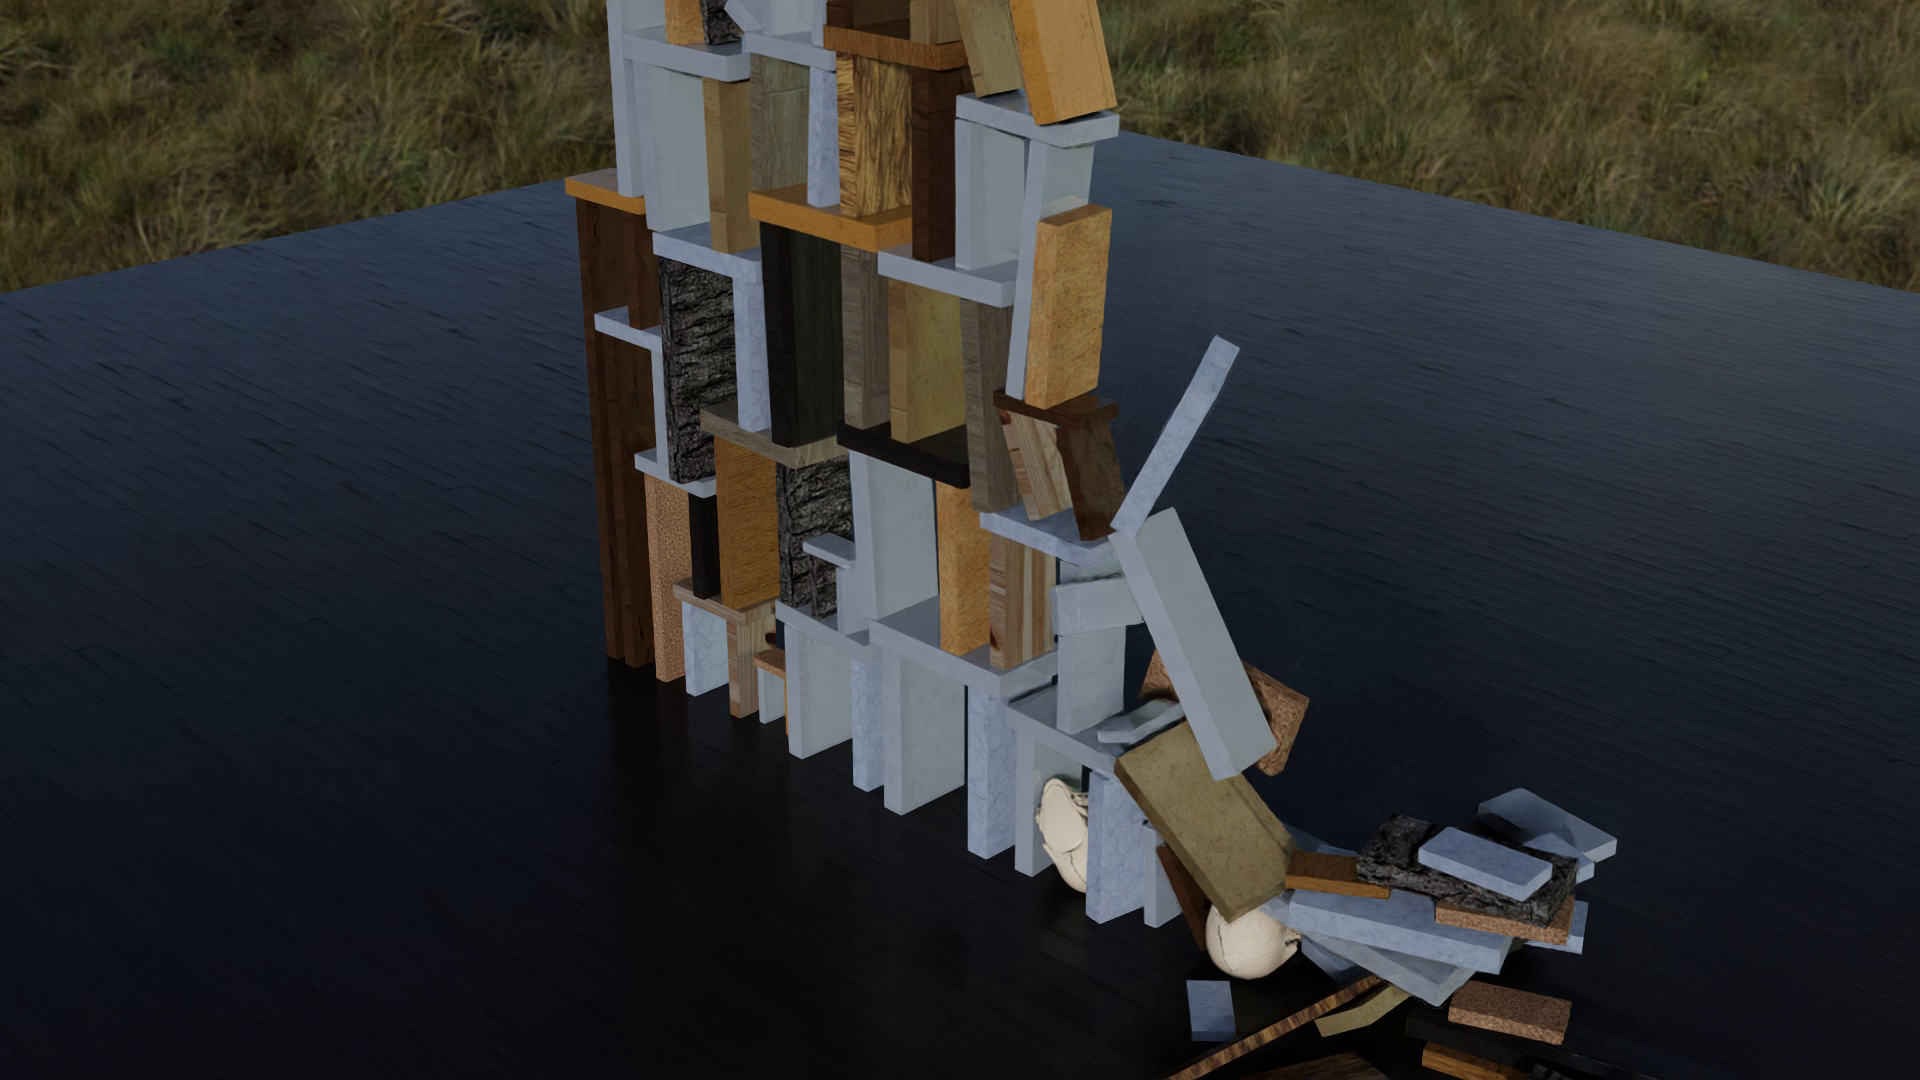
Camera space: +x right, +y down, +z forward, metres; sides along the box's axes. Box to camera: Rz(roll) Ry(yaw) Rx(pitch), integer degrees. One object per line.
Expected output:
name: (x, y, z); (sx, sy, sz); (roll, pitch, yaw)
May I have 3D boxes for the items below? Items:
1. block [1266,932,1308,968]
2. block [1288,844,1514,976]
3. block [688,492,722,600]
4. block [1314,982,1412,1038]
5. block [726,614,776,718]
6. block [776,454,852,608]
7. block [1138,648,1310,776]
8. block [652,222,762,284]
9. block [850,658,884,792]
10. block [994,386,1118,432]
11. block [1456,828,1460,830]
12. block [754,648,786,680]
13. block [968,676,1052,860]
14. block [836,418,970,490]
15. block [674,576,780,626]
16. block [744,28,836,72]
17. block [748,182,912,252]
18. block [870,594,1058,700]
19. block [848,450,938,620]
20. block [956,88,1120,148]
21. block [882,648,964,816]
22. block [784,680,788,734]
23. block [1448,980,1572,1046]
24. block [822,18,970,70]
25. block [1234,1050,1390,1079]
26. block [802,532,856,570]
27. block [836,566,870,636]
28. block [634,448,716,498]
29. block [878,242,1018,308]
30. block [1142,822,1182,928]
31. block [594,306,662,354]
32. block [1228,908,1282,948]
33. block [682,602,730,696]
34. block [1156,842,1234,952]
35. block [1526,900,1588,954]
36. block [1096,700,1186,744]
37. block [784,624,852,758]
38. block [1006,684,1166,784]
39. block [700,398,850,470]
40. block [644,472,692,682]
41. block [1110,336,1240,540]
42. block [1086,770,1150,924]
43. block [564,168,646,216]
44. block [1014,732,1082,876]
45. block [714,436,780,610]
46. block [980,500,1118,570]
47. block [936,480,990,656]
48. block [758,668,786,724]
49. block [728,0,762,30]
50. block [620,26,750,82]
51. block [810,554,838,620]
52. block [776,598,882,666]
block: (0.619, 0.739, 3.998); (0.117, 0.017, 0.059); (-16, 28, -33)
block: (0.737, 0.606, 3.630); (0.347, 0.049, 0.174); (10, 31, 24)
block: (-0.528, -0.004, 4.788); (0.035, 0.245, 0.122); (20, 30, 39)
block: (0.727, 0.783, 3.791); (0.232, 0.033, 0.116); (-21, -7, -41)
block: (-0.456, 0.267, 4.840); (0.032, 0.229, 0.114); (20, 30, 38)
block: (-0.300, -0.032, 4.547); (0.159, 0.319, 0.045); (-20, 30, -39)
block: (0.500, 0.301, 4.187); (0.317, 0.158, 0.045); (31, 25, 31)
block: (-0.458, -0.587, 4.453); (0.320, 0.045, 0.160); (21, 31, 40)
block: (-0.153, 0.354, 4.539); (0.043, 0.301, 0.151); (21, 31, 41)
block: (0.170, -0.243, 3.929); (0.207, 0.029, 0.103); (19, 30, 41)
block: (0.994, 0.622, 4.262); (0.094, 0.027, 0.189); (-14, 27, -30)
block: (-0.378, 0.272, 4.756); (0.133, 0.019, 0.067); (21, 31, 41)
block: (0.097, 0.426, 4.296); (0.180, 0.360, 0.051); (-21, 31, -41)
block: (-0.057, -0.185, 4.201); (0.172, 0.049, 0.344); (-21, 31, -41)
block: (-0.512, 0.126, 4.838); (0.229, 0.032, 0.114); (20, 30, 39)
block: (-0.273, -0.924, 4.119); (0.130, 0.037, 0.261); (-19, 30, -38)
block: (-0.219, -0.624, 4.197); (0.356, 0.050, 0.178); (21, 31, 40)
block: (0.011, 0.204, 4.294); (0.360, 0.051, 0.180); (21, 31, 41)
block: (-0.129, -0.032, 4.345); (0.049, 0.344, 0.172); (17, 28, 42)
block: (0.132, -0.730, 3.782); (0.133, 0.038, 0.265); (-19, 32, -38)
block: (-0.073, 0.360, 4.452); (0.180, 0.360, 0.051); (-21, 31, -41)
block: (-0.347, 0.354, 4.756); (0.019, 0.133, 0.067); (21, 31, 41)
block: (0.922, 0.790, 3.690); (0.187, 0.027, 0.094); (9, 25, 20)
block: (-0.088, -0.892, 3.938); (0.151, 0.043, 0.302); (-21, 31, -40)
block: (0.568, 0.894, 3.582); (0.234, 0.033, 0.117); (-8, 13, -18)
block: (-0.243, 0.022, 4.434); (0.071, 0.020, 0.142); (-21, 30, -40)
block: (-0.212, 0.116, 4.419); (0.071, 0.142, 0.020); (-16, 27, -32)
block: (-0.585, -0.155, 4.787); (0.122, 0.035, 0.245); (-20, 30, -39)
block: (0.016, -0.490, 3.995); (0.314, 0.044, 0.157); (21, 31, 40)
block: (0.384, 0.605, 4.071); (0.029, 0.204, 0.102); (17, 28, 42)
block: (-0.659, -0.457, 4.745); (0.129, 0.037, 0.258); (-21, 31, -40)
block: (0.546, 0.699, 4.043); (0.117, 0.058, 0.017); (-21, -12, -40)
block: (-0.565, 0.226, 4.937); (0.032, 0.229, 0.114); (21, 31, 40)
block: (0.441, 0.637, 4.023); (0.102, 0.204, 0.029); (-22, -3, -41)
block: (1.030, 0.697, 4.074); (0.248, 0.035, 0.124); (8, 24, 17)
block: (0.338, 0.332, 4.032); (0.085, 0.024, 0.169); (-4, 14, 46)
block: (-0.296, 0.300, 4.667); (0.151, 0.301, 0.043); (-20, 30, -39)
block: (0.244, 0.356, 4.096); (0.151, 0.043, 0.302); (-20, 30, -38)
block: (-0.378, -0.228, 4.544); (0.159, 0.045, 0.319); (-19, 30, -38)
block: (-0.637, 0.070, 4.949); (0.035, 0.506, 0.122); (21, 31, 41)
block: (0.357, -0.169, 3.669); (0.047, 0.330, 0.165); (29, 41, 2)
block: (0.309, 0.550, 4.077); (0.151, 0.302, 0.043); (-16, 28, -32)
block: (-0.710, -0.742, 4.673); (0.255, 0.036, 0.127); (21, 30, 40)
block: (0.172, 0.482, 4.238); (0.043, 0.301, 0.151); (19, 29, 36)
block: (-0.442, -0.060, 4.721); (0.159, 0.402, 0.045); (-19, 29, -37)
block: (0.180, -0.022, 4.015); (0.136, 0.039, 0.272); (-21, 31, -40)
block: (0.037, 0.031, 4.193); (0.049, 0.344, 0.172); (19, 29, 41)
block: (-0.409, 0.329, 4.814); (0.019, 0.133, 0.067); (21, 31, 41)
block: (-0.387, -1.020, 4.256); (0.072, 0.020, 0.143); (-18, 58, -38)
block: (-0.499, -0.966, 4.350); (0.171, 0.048, 0.342); (-20, 30, -39)
block: (-0.273, 0.086, 4.494); (0.020, 0.142, 0.071); (18, 29, 39)
block: (-0.231, 0.168, 4.535); (0.151, 0.043, 0.301); (-18, 29, -37)
